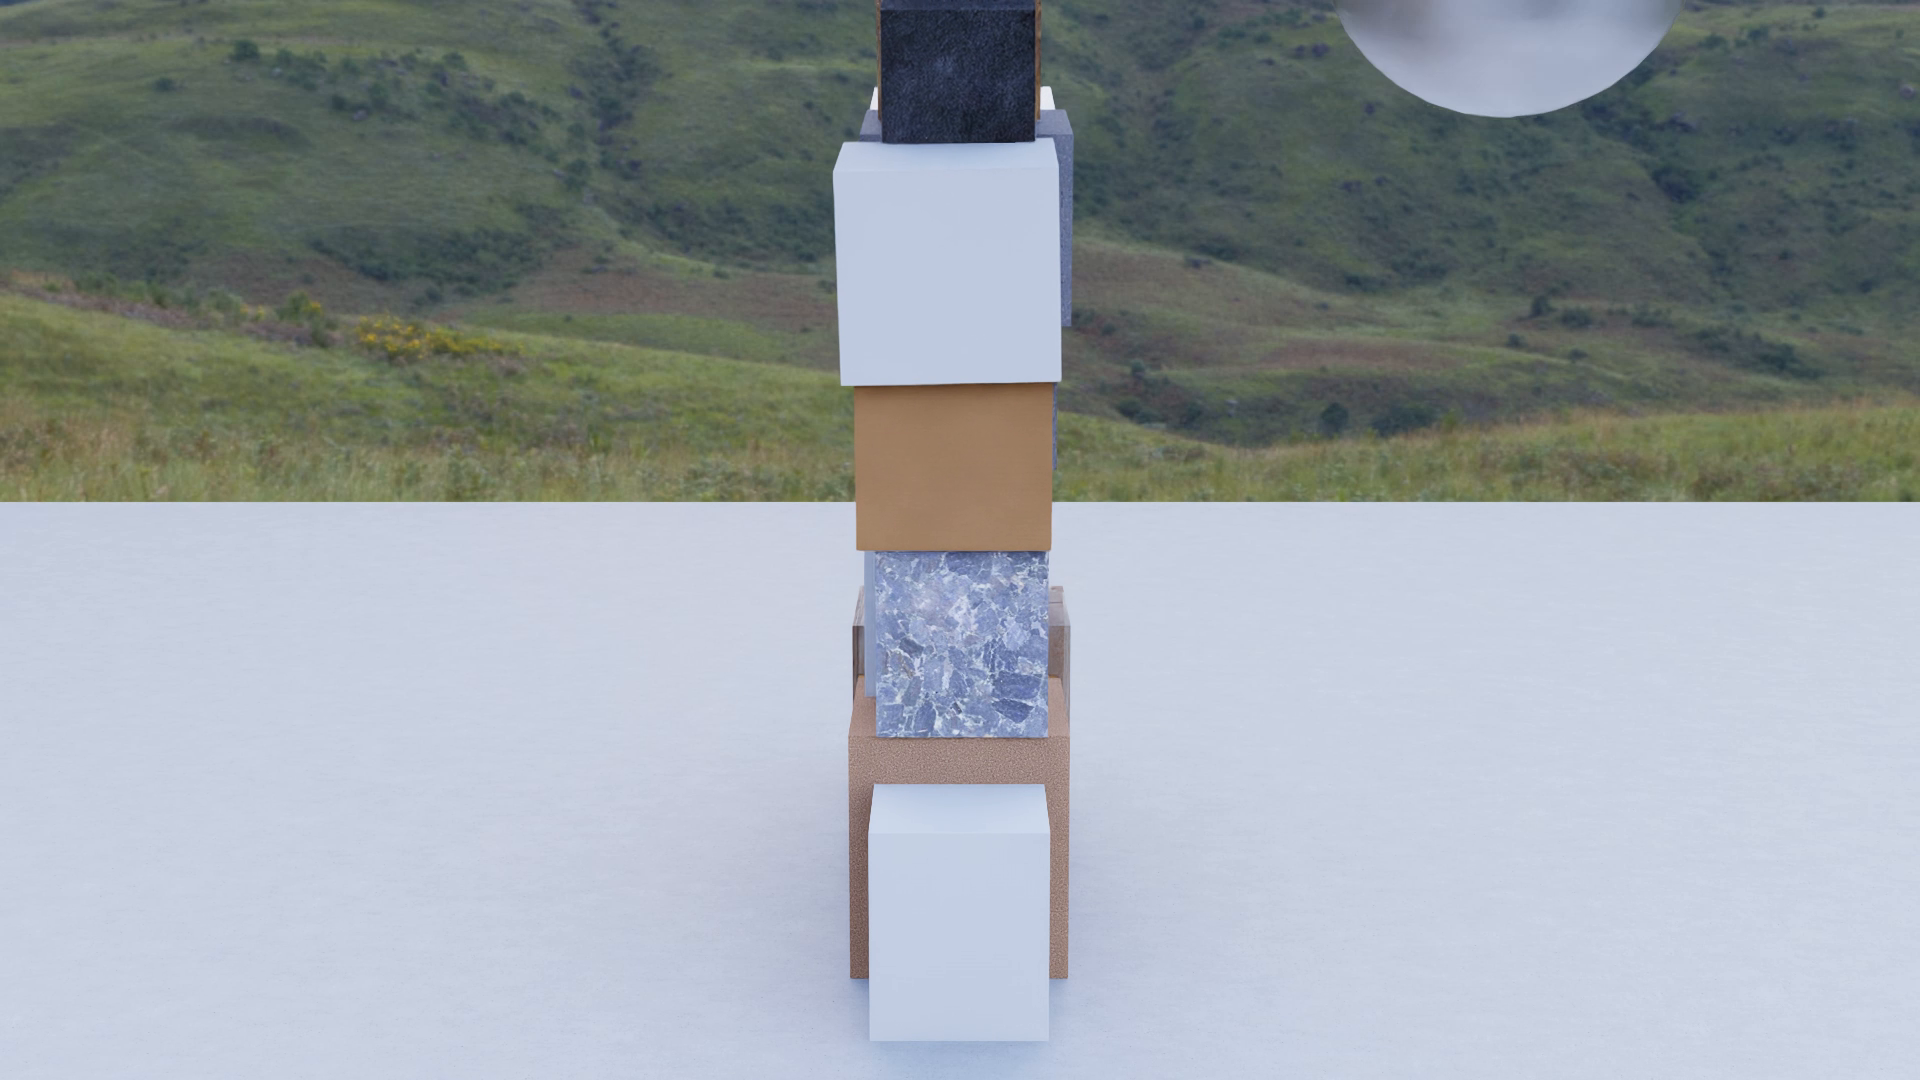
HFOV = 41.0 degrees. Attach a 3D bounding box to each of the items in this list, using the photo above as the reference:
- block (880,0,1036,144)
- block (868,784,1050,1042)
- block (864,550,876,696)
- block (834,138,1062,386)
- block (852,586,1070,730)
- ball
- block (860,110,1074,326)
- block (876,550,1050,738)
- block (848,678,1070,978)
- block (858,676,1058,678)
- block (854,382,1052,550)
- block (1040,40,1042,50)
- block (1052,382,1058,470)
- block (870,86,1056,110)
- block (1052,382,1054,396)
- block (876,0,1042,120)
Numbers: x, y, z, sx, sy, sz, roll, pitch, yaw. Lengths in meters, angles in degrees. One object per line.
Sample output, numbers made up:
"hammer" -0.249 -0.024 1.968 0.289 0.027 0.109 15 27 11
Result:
"block" -0.004 -1.851 9.925 0.581 0.506 0.535 0 23 1
"block" -0.003 1.394 9.682 0.659 0.793 0.652 0 10 0
"block" -0.016 0.257 10.816 0.747 0.657 0.703 0 10 0
"block" -0.039 -1.059 9.665 0.809 0.790 0.737 -1 17 1
"block" 0.007 0.812 12.236 0.995 1.025 0.928 0 10 0
"ball" 2.295 -2.574 10.712 1.600 1.600 1.600 0 10 0
"block" 0.026 -1.319 10.413 0.827 0.754 0.825 0 16 0
"block" 0.008 0.335 10.136 0.661 0.747 0.647 0 10 0
"block" -0.004 1.154 10.470 0.857 0.984 0.966 0 10 0
"block" -0.010 1.083 11.381 0.907 0.797 0.831 0 10 0
"block" -0.022 -0.373 9.924 0.738 0.673 0.658 0 16 0
"block" 0.021 -2.219 11.097 0.643 0.582 0.593 0 18 0
"block" 0.019 -0.776 11.356 0.793 0.705 0.884 0 18 0
"block" 0.011 -1.516 11.185 0.780 0.807 0.733 0 18 0
"block" 0.017 -0.560 10.574 0.709 0.793 0.690 0 16 0
"block" -0.002 -2.118 10.435 0.653 0.660 0.567 0 29 1
